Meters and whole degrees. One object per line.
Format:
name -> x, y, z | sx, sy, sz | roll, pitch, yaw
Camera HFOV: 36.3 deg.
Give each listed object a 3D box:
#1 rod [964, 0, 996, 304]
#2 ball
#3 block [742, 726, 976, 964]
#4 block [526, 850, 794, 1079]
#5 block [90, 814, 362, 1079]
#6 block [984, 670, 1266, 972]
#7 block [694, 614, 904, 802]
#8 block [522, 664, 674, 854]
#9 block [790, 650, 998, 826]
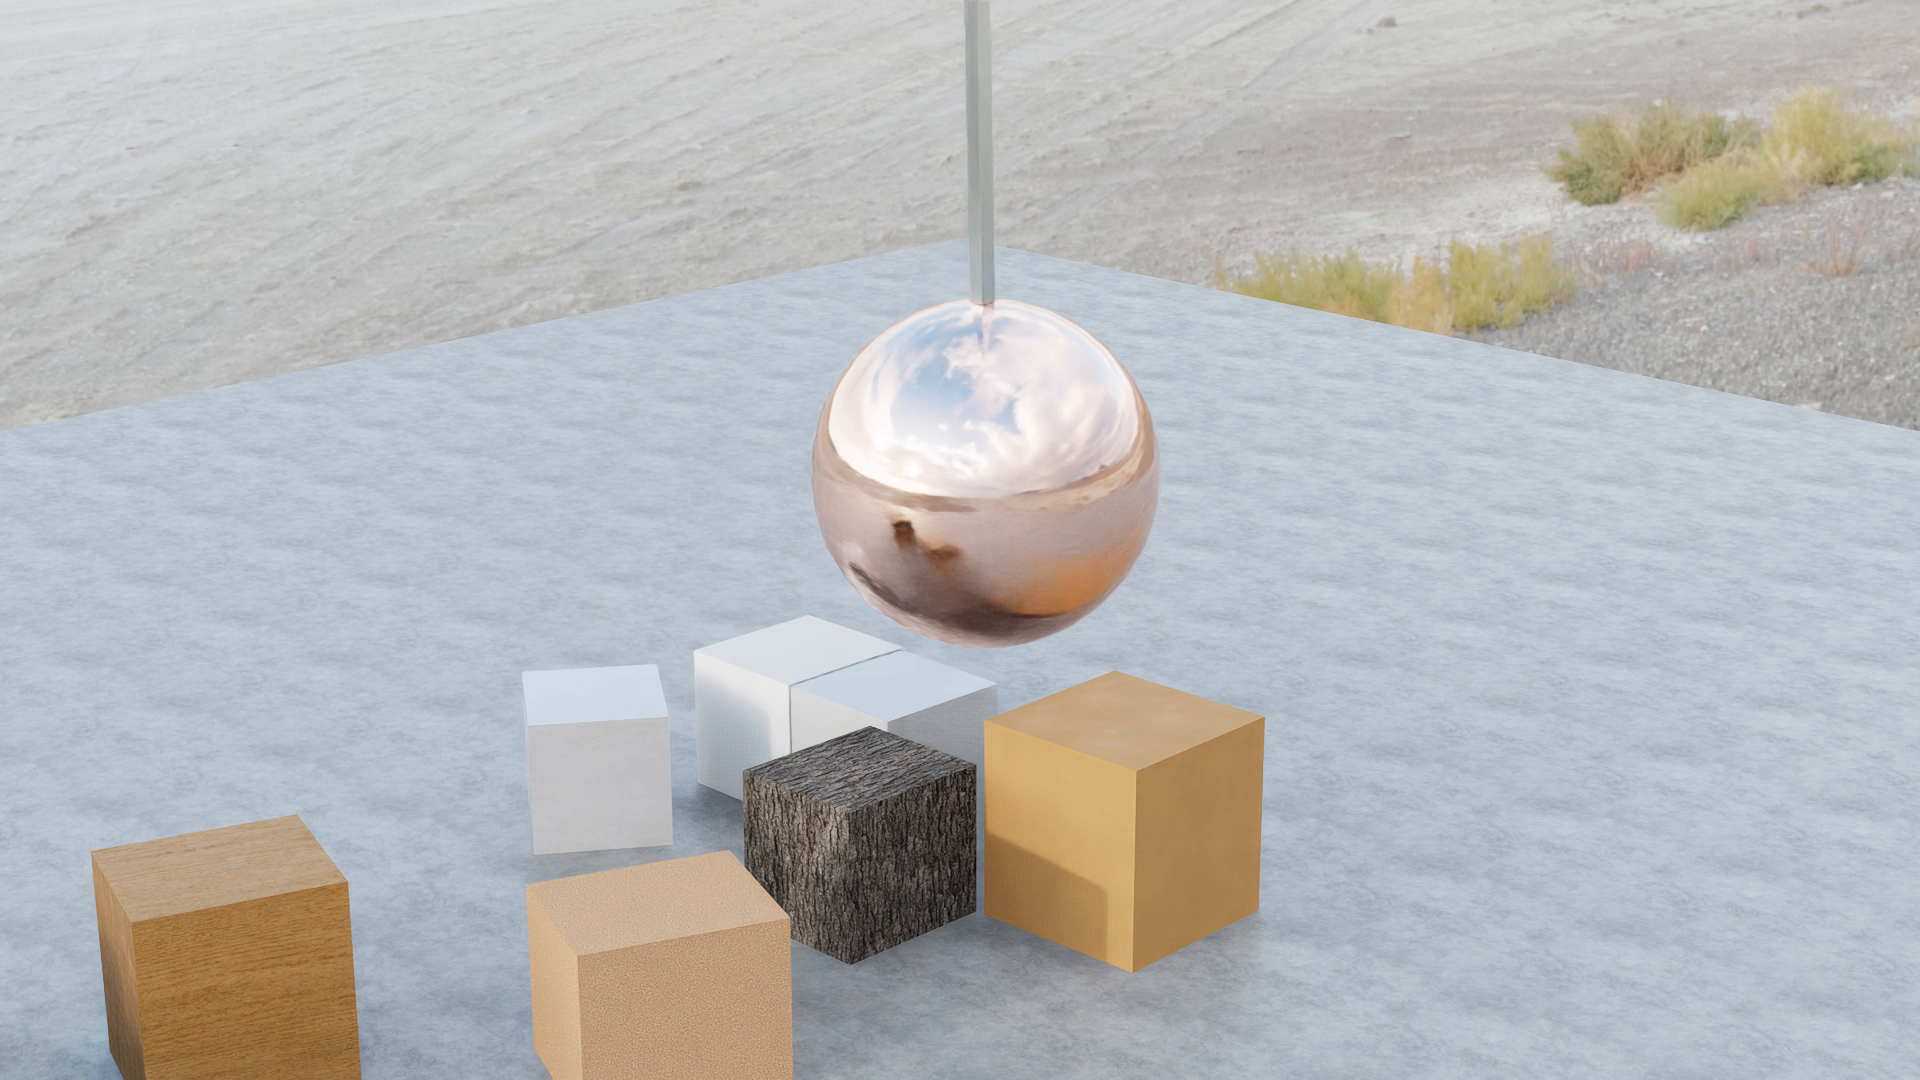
rod -> 0.050, -3.529, 12.285 | 0.080, 5.200, 0.080 | 17, 26, 42
ball -> 0.116, -0.306, 13.367 | 1.600, 1.600, 1.600 | 0, 17, 0
block -> -0.438, 1.331, 12.936 | 0.677, 0.703, 0.769 | 17, 24, 42
block -> -1.186, 1.753, 11.563 | 0.849, 0.721, 0.712 | -7, 19, -22
block -> -2.885, 1.684, 11.526 | 0.821, 0.875, 0.746 | -9, 19, -26
block -> 0.720, 1.218, 12.929 | 0.861, 0.923, 0.874 | 16, 23, 41
block -> -0.788, 0.863, 14.443 | 0.756, 0.694, 0.693 | -17, 24, -42
block -> -1.733, 1.035, 13.976 | 0.648, 0.644, 0.730 | -3, 18, -10
block -> -0.309, 1.013, 13.973 | 0.720, 0.688, 0.664 | -17, 24, -42
